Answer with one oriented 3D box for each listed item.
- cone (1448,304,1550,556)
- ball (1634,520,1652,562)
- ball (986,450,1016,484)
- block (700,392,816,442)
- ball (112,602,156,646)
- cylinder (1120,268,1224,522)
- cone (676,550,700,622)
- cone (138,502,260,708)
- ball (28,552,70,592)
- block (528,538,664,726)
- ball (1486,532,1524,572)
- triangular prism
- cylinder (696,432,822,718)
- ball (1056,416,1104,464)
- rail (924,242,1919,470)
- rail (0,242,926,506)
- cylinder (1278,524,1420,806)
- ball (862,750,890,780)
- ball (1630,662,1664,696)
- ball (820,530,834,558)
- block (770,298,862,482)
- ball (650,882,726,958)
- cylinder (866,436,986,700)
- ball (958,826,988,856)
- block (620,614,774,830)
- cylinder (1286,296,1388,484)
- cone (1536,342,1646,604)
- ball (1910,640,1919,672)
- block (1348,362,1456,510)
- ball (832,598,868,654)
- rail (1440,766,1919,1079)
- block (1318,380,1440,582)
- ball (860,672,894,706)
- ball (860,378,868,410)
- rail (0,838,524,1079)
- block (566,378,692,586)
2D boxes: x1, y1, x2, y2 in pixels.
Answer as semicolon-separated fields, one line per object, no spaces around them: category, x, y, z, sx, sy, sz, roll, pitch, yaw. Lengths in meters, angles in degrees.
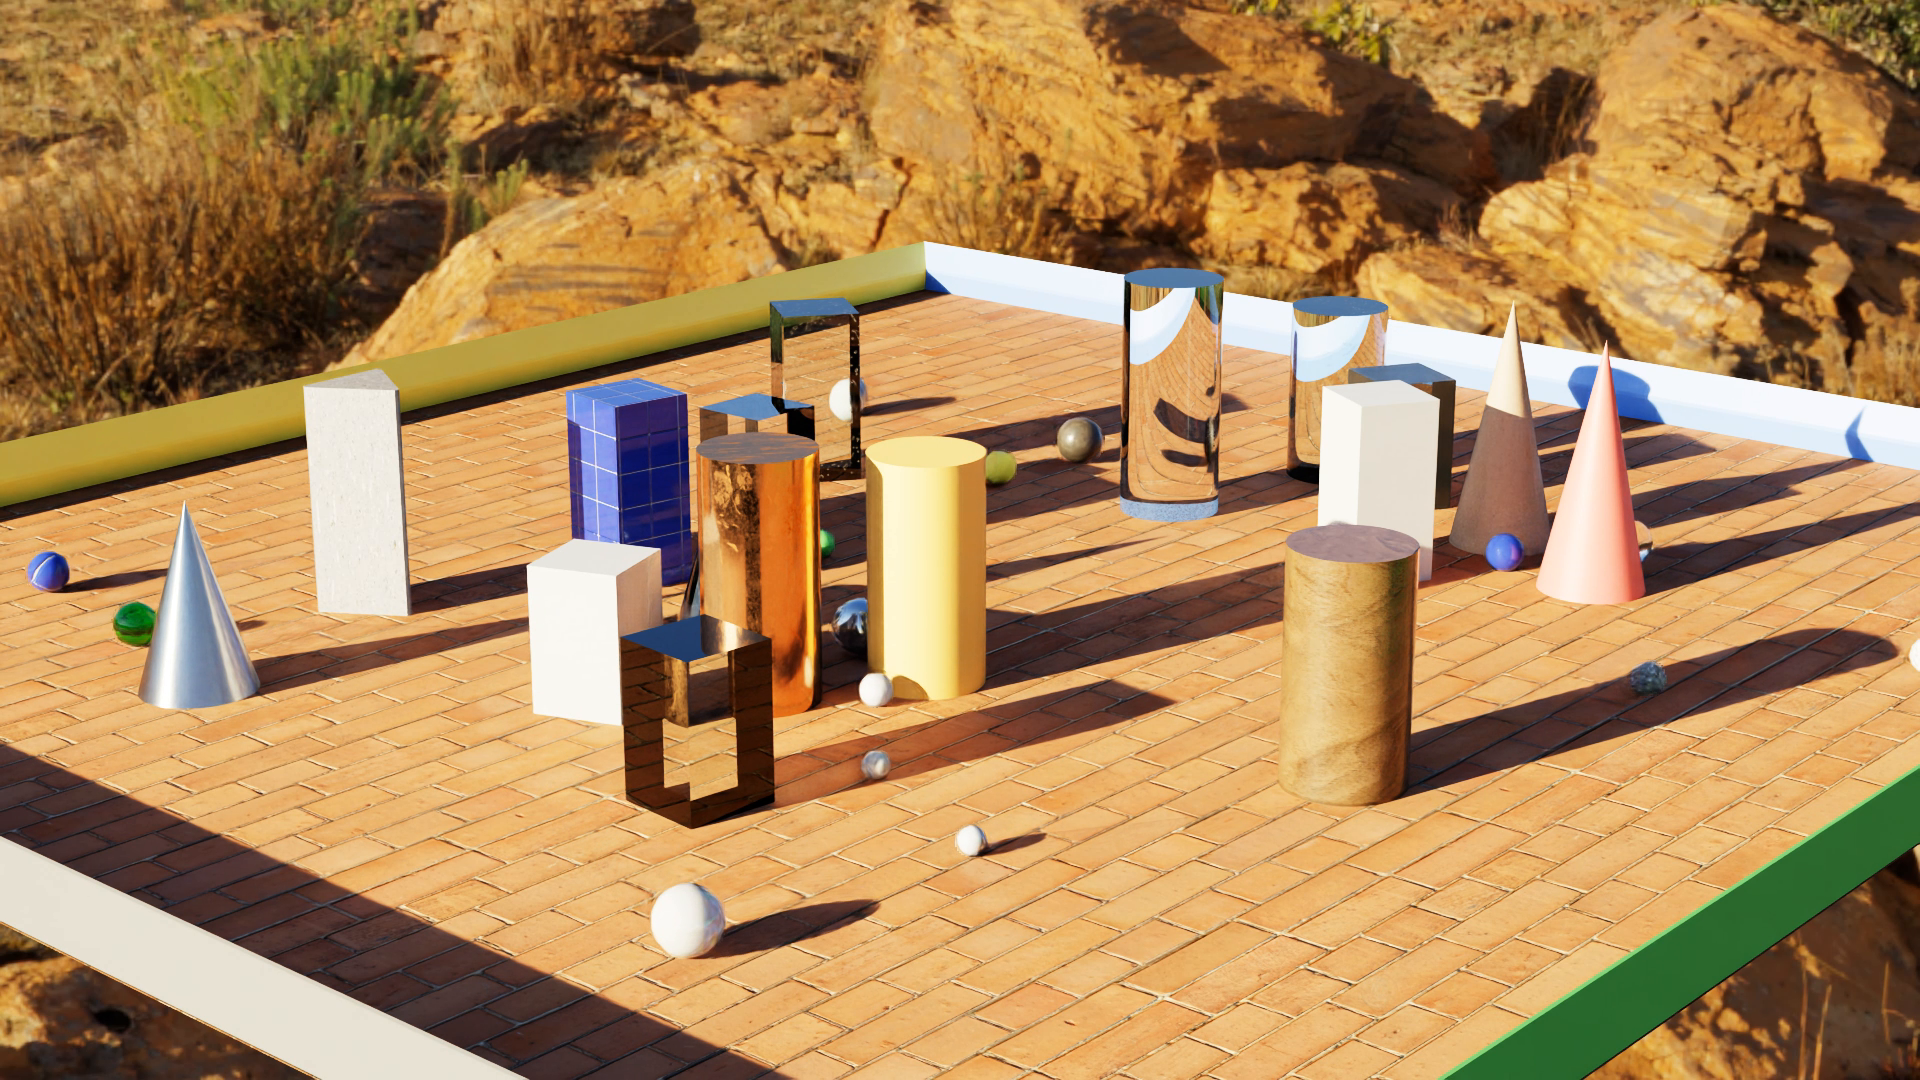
cone;1.001;-0.215;5.362;0.189;0.457;0.189;0;17;0
ball;1.202;0.005;5.274;0.086;0.086;0.086;0;17;0
ball;0.076;-0.142;5.794;0.067;0.067;0.067;0;17;0
block;-0.378;-0.137;5.488;0.151;0.233;0.151;14;22;38
ball;-1.363;0.139;4.851;0.074;0.074;0.074;0;17;0
cylinder;0.402;-0.277;5.577;0.189;0.450;0.189;0;17;0
cone;-0.387;-0.006;4.912;0.189;0.317;0.189;0;17;0
cone;-1.208;0.087;4.613;0.189;0.310;0.189;0;17;0
ball;-1.594;0.056;5.129;0.072;0.072;0.072;0;17;0
block;-0.564;0.141;4.555;0.151;0.240;0.151;6;18;20
ball;0.976;0.021;5.249;0.069;0.069;0.069;0;17;0
triangular prism;-1.010;-0.085;5.033;0.164;0.396;0.142;3;17;8
cylinder;-0.311;0.053;4.557;0.189;0.408;0.189;0;17;0
ball;0.244;-0.203;5.947;0.094;0.094;0.094;0;17;0
rail;1.213;-0.373;6.457;3.495;0.123;0.045;14;22;39
rail;-1.302;-0.296;6.202;0.045;0.123;3.746;14;22;39
cylinder;0.558;0.179;4.217;0.189;0.364;0.189;0;17;0
ball;-0.123;0.329;4.279;0.042;0.042;0.042;0;17;0
ball;1.082;0.219;4.620;0.054;0.054;0.054;0;17;0
ball;-0.255;0.007;5.326;0.052;0.052;0.052;0;17;0
block;-0.288;-0.298;5.842;0.151;0.338;0.151;-4;17;-13
ball;-0.343;0.479;3.692;0.094;0.094;0.094;0;17;0
cylinder;-0.053;0.043;4.643;0.189;0.378;0.189;0;17;0
ball;0.017;0.411;4.008;0.042;0.042;0.042;0;17;0
block;-0.372;0.256;4.165;0.151;0.247;0.151;-15;23;-41
cylinder;0.750;-0.298;5.835;0.189;0.341;0.189;0;17;0
cone;1.110;-0.130;5.096;0.189;0.446;0.189;0;17;0
ball;1.560;0.186;4.714;0.064;0.064;0.064;0;17;0
block;0.846;-0.196;5.647;0.151;0.254;0.151;-6;18;-19
ball;-0.165;0.141;4.813;0.091;0.091;0.091;0;17;0
rail;1.302;0.358;4.039;0.045;0.123;3.746;14;22;39
block;0.740;-0.101;5.201;0.151;0.330;0.151;-6;18;-18
ball;-0.131;0.233;4.574;0.054;0.054;0.054;0;17;0
ball;-0.245;-0.314;6.316;0.094;0.094;0.094;0;17;0
rail;-1.213;0.435;3.784;3.495;0.123;0.045;14;22;39
block;-0.582;-0.095;5.167;0.151;0.340;0.151;-14;22;-38
